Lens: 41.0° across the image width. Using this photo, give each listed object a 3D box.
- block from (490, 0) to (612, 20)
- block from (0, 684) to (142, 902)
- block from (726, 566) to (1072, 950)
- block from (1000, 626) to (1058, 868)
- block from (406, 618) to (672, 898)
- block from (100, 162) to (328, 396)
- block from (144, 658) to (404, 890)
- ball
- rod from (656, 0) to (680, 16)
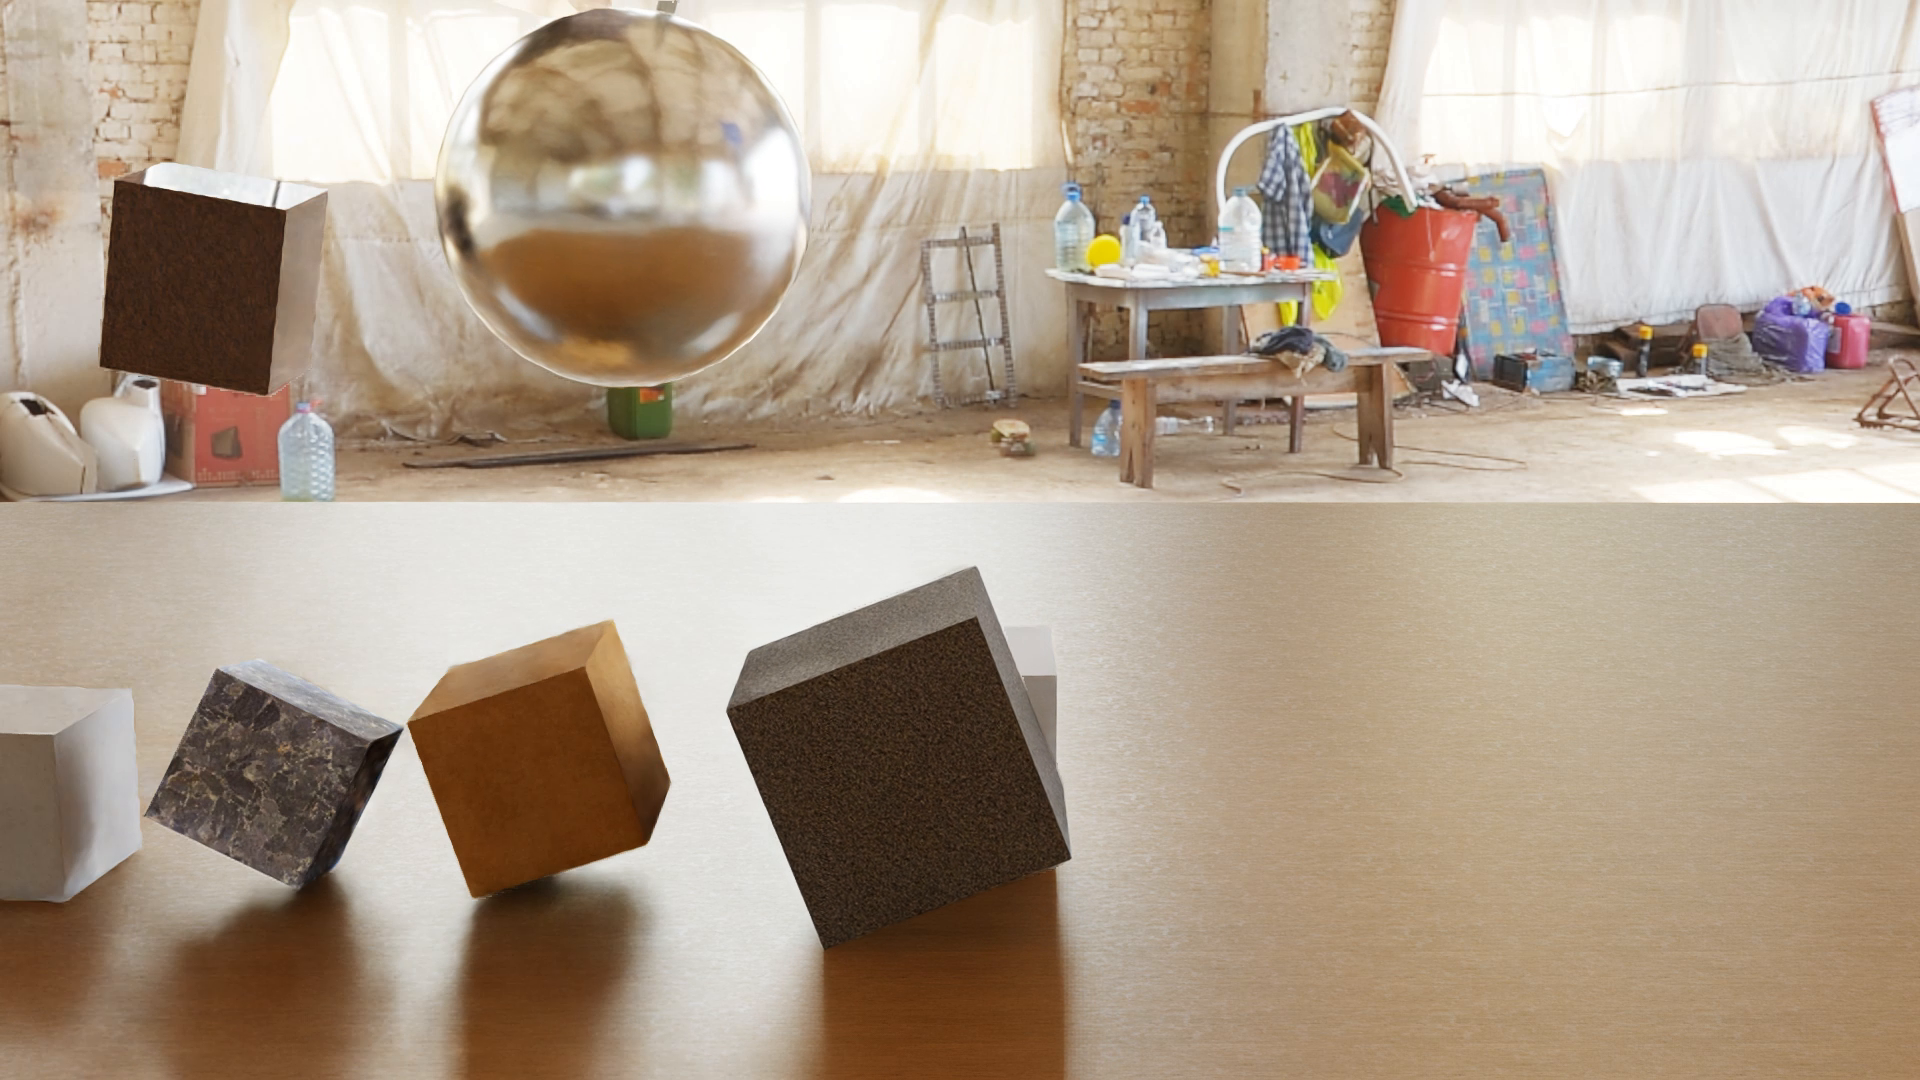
[{"bbox_3d":[-1.821,-2.663,10.926,0.663,0.682,0.707,18,-2,9],"label":"block"},{"bbox_3d":[-4.110,1.107,11.347,0.638,0.745,0.770,1,11,6],"label":"block"},{"bbox_3d":[-0.240,0.886,10.817,1.074,1.071,1.083,-21,10,4],"label":"block"},{"bbox_3d":[-0.018,0.943,11.907,0.895,0.885,1.012,0,10,0],"label":"block"},{"bbox_3d":[-1.828,0.941,11.295,0.794,0.818,0.917,-18,11,3],"label":"block"},{"bbox_3d":[-3.175,-1.125,10.949,0.714,0.791,0.642,10,15,-1],"label":"block"},{"bbox_3d":[-2.951,0.999,11.113,0.713,0.687,0.744,26,0,-2],"label":"block"},{"bbox_3d":[-1.424,-1.450,10.917,1.600,1.600,1.600,0,10,0],"label":"ball"},{"bbox_3d":[-0.617,-4.700,10.326,0.080,5.200,0.080,14,10,-2],"label":"rod"}]
